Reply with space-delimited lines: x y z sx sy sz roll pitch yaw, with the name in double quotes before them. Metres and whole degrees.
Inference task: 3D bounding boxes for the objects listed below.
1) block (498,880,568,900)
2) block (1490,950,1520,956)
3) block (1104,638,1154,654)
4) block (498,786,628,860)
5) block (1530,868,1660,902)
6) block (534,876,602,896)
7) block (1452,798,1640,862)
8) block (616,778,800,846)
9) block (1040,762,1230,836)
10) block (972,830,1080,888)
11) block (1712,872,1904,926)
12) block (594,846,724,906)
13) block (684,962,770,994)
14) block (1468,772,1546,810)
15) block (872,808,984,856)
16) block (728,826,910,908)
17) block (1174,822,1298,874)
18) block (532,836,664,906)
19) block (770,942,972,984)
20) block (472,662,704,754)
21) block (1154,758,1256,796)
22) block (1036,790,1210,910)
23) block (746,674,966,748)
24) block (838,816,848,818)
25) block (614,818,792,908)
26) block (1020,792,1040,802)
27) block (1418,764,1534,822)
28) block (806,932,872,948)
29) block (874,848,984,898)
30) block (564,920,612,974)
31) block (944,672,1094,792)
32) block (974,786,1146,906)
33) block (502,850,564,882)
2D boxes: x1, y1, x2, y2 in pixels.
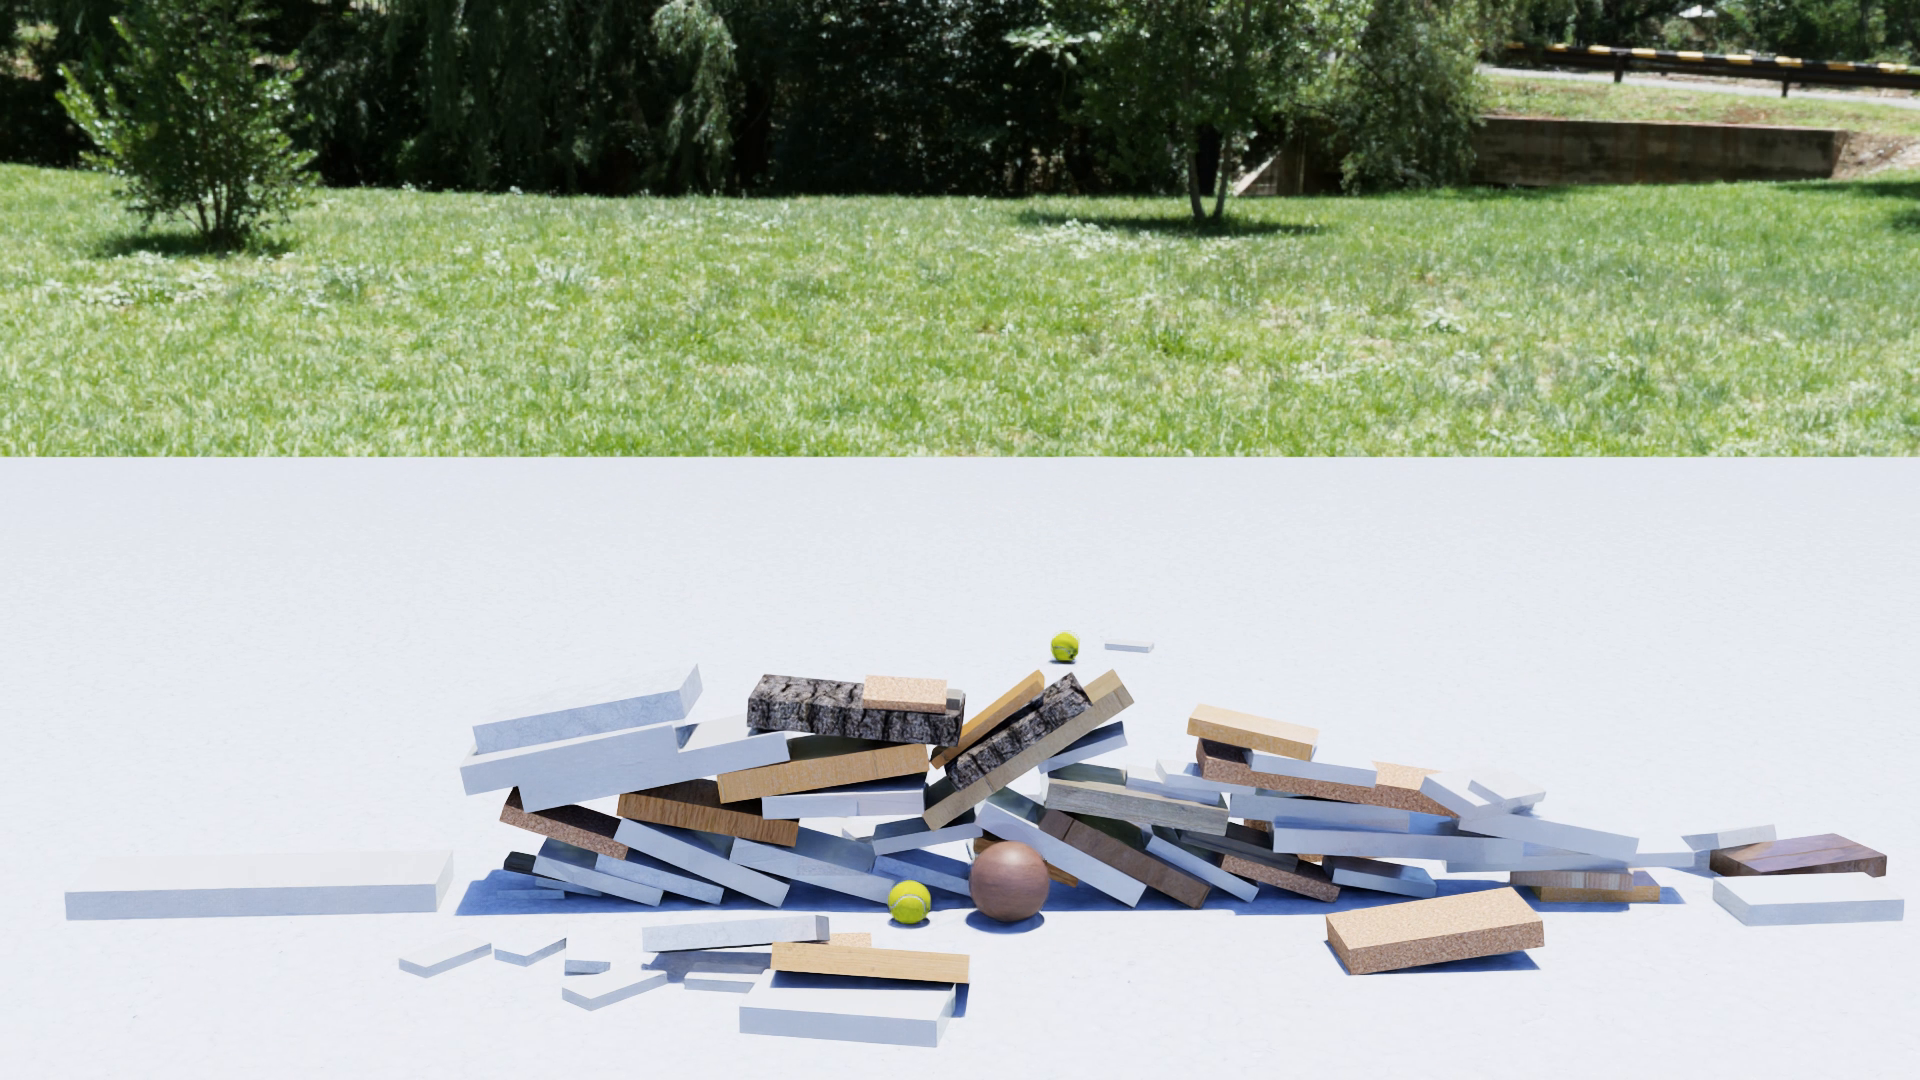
"block" -0.712 0.582 3.668 0.110 0.016 0.055 0 11 -1
"block" 0.814 0.613 3.478 0.087 0.025 0.175 -1 11 -5
"block" 0.416 0.260 5.402 0.112 0.016 0.056 4 11 20
"block" -0.646 0.466 3.629 0.212 0.030 0.106 19 10 -6
"block" 1.056 0.575 3.675 0.195 0.028 0.098 0 11 0
"block" -0.648 0.569 3.665 0.110 0.016 0.055 11 10 -3
"block" 0.953 0.461 3.628 0.292 0.041 0.146 11 11 -2
"block" -0.412 0.440 3.644 0.294 0.042 0.147 10 10 -3
"block" 0.285 0.422 3.626 0.297 0.042 0.149 9 10 -3
"block" 0.111 0.521 3.652 0.180 0.025 0.090 20 10 -2
"block" 1.383 0.586 3.589 0.261 0.037 0.131 -1 11 -6
"block" -0.493 0.546 3.653 0.212 0.030 0.106 16 10 -3
"block" -0.340 0.653 3.278 0.128 0.018 0.064 2 11 9
"block" 0.880 0.403 3.535 0.134 0.019 0.067 -1 25 -47
"block" -0.052 0.482 3.648 0.180 0.025 0.090 -11 9 3
"block" -0.231 0.530 3.659 0.294 0.042 0.147 16 10 -4
"block" 0.455 0.497 3.649 0.199 0.028 0.099 17 10 -6
"block" -0.593 0.548 3.648 0.212 0.030 0.106 16 10 -4
"block" -0.127 0.619 3.223 0.283 0.040 0.142 3 -11 2
"block" -0.612 0.278 3.639 0.347 0.049 0.173 -10 11 5
"block" 0.403 0.389 3.612 0.152 0.022 0.076 7 12 -9
"block" 0.268 0.505 3.648 0.297 0.042 0.148 27 9 -5
"block" -0.167 0.279 3.617 0.342 0.048 0.171 5 10 3
"block" -0.321 0.443 4.105 0.262 0.131 0.037 8 13 38
"block" -0.422 0.513 3.655 0.294 0.042 0.147 23 9 -5
"block" 0.231 0.484 4.014 0.299 0.042 0.149 0 -6 0
"block" 0.841 0.409 3.560 0.202 0.029 0.101 -1 25 -47
"block" -0.204 0.630 3.403 0.133 0.019 0.067 -1 11 -3
"block" -0.051 0.546 3.663 0.180 0.025 0.090 16 10 -2
"block" -0.570 0.624 3.377 0.068 0.019 0.136 5 15 -10
"block" 0.092 0.314 3.616 0.261 0.037 0.130 -33 8 1
"block" 0.165 0.499 3.646 0.297 0.042 0.148 28 9 -3
"block" -0.700 0.543 3.659 0.110 0.016 0.055 11 10 -1
